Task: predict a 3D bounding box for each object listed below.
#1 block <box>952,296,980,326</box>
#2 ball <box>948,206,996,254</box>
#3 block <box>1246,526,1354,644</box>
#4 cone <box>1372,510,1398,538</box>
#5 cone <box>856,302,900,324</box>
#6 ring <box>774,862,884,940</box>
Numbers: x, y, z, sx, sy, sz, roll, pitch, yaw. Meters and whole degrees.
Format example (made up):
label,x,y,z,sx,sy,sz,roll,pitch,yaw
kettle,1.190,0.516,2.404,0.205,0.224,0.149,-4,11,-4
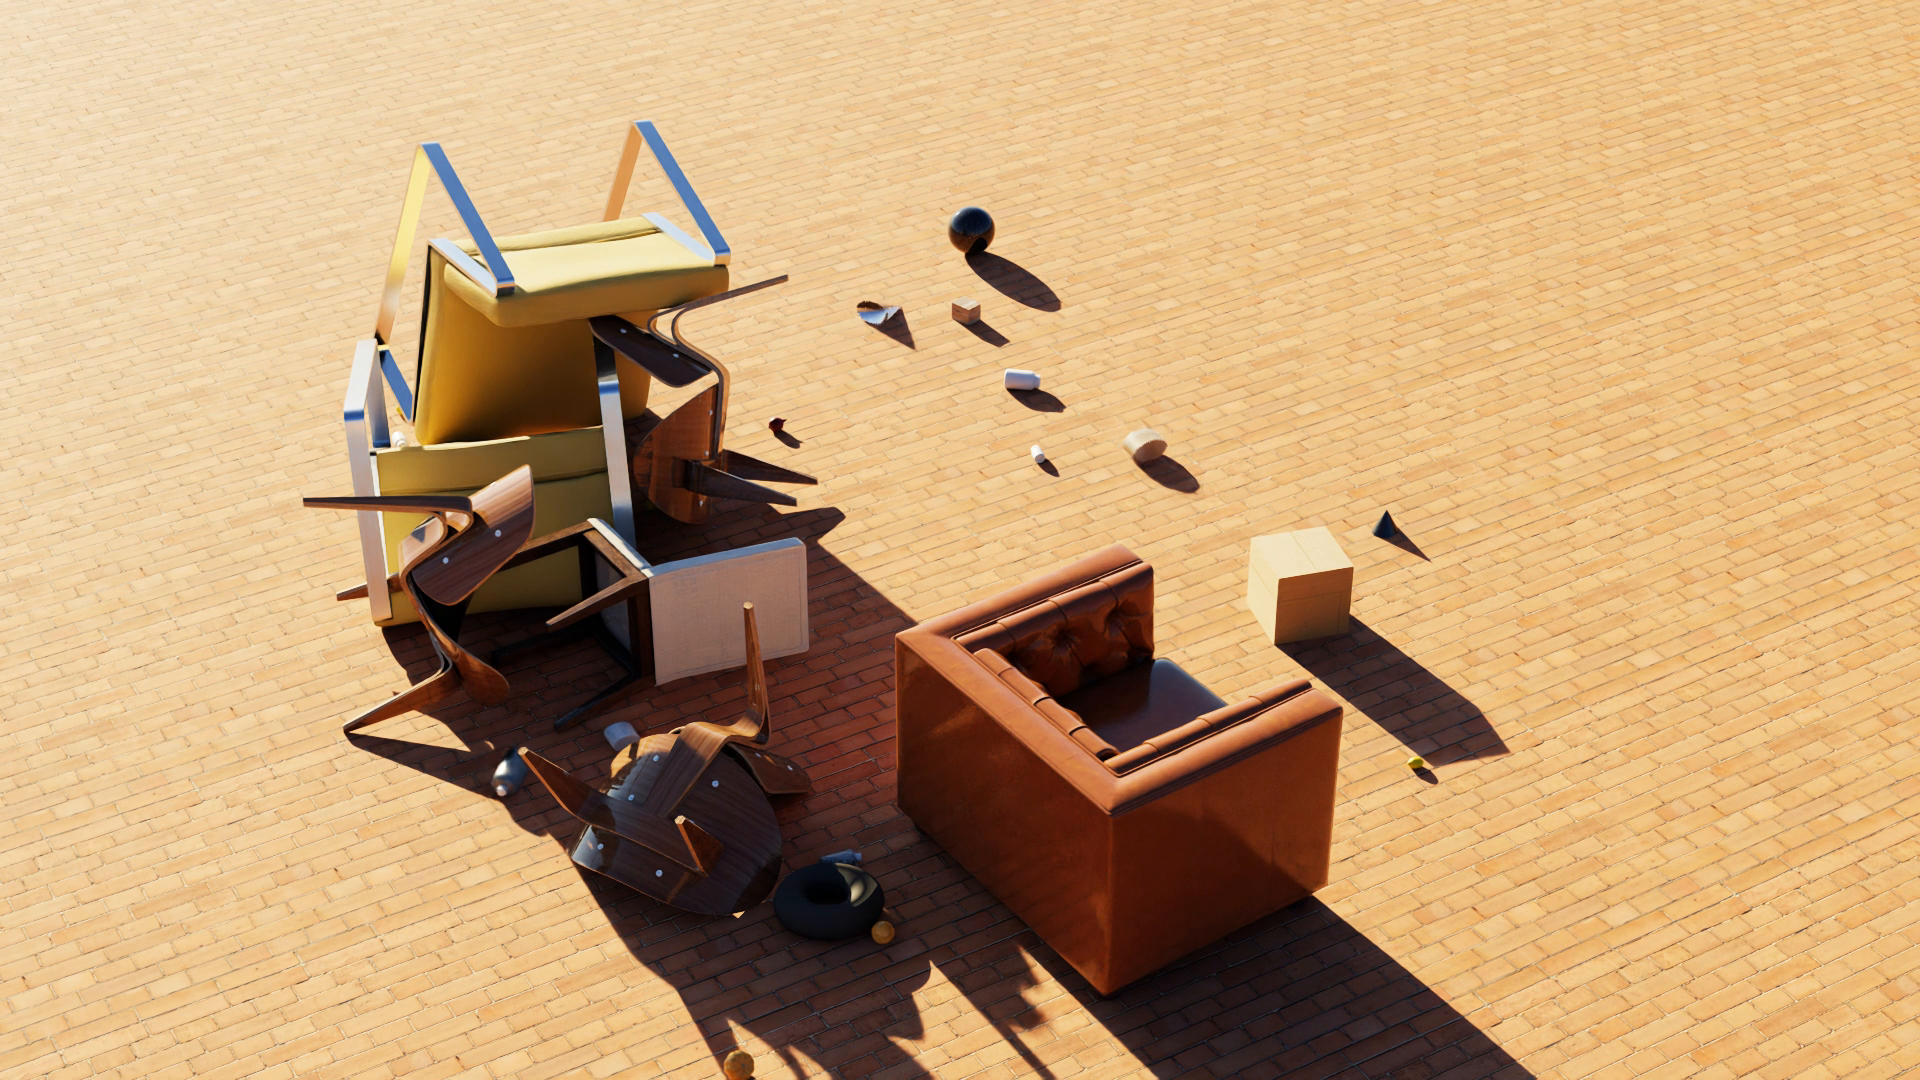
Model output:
label,x,y,z,sx,sy,sz,roll,pitch,yaw
block,0.026,-0.964,12.338,0.097,0.076,0.074,27,42,34
ball,0.049,-1.354,12.807,0.212,0.212,0.212,0,33,0
block,1.209,0.161,10.443,0.283,0.283,0.270,-9,34,-13
cone,1.594,-0.076,10.976,0.094,0.093,0.120,20,38,27
cone,-0.309,-0.974,12.381,0.174,0.092,0.191,20,24,35
ring,-0.408,1.126,9.135,0.347,0.114,0.301,-1,34,0
